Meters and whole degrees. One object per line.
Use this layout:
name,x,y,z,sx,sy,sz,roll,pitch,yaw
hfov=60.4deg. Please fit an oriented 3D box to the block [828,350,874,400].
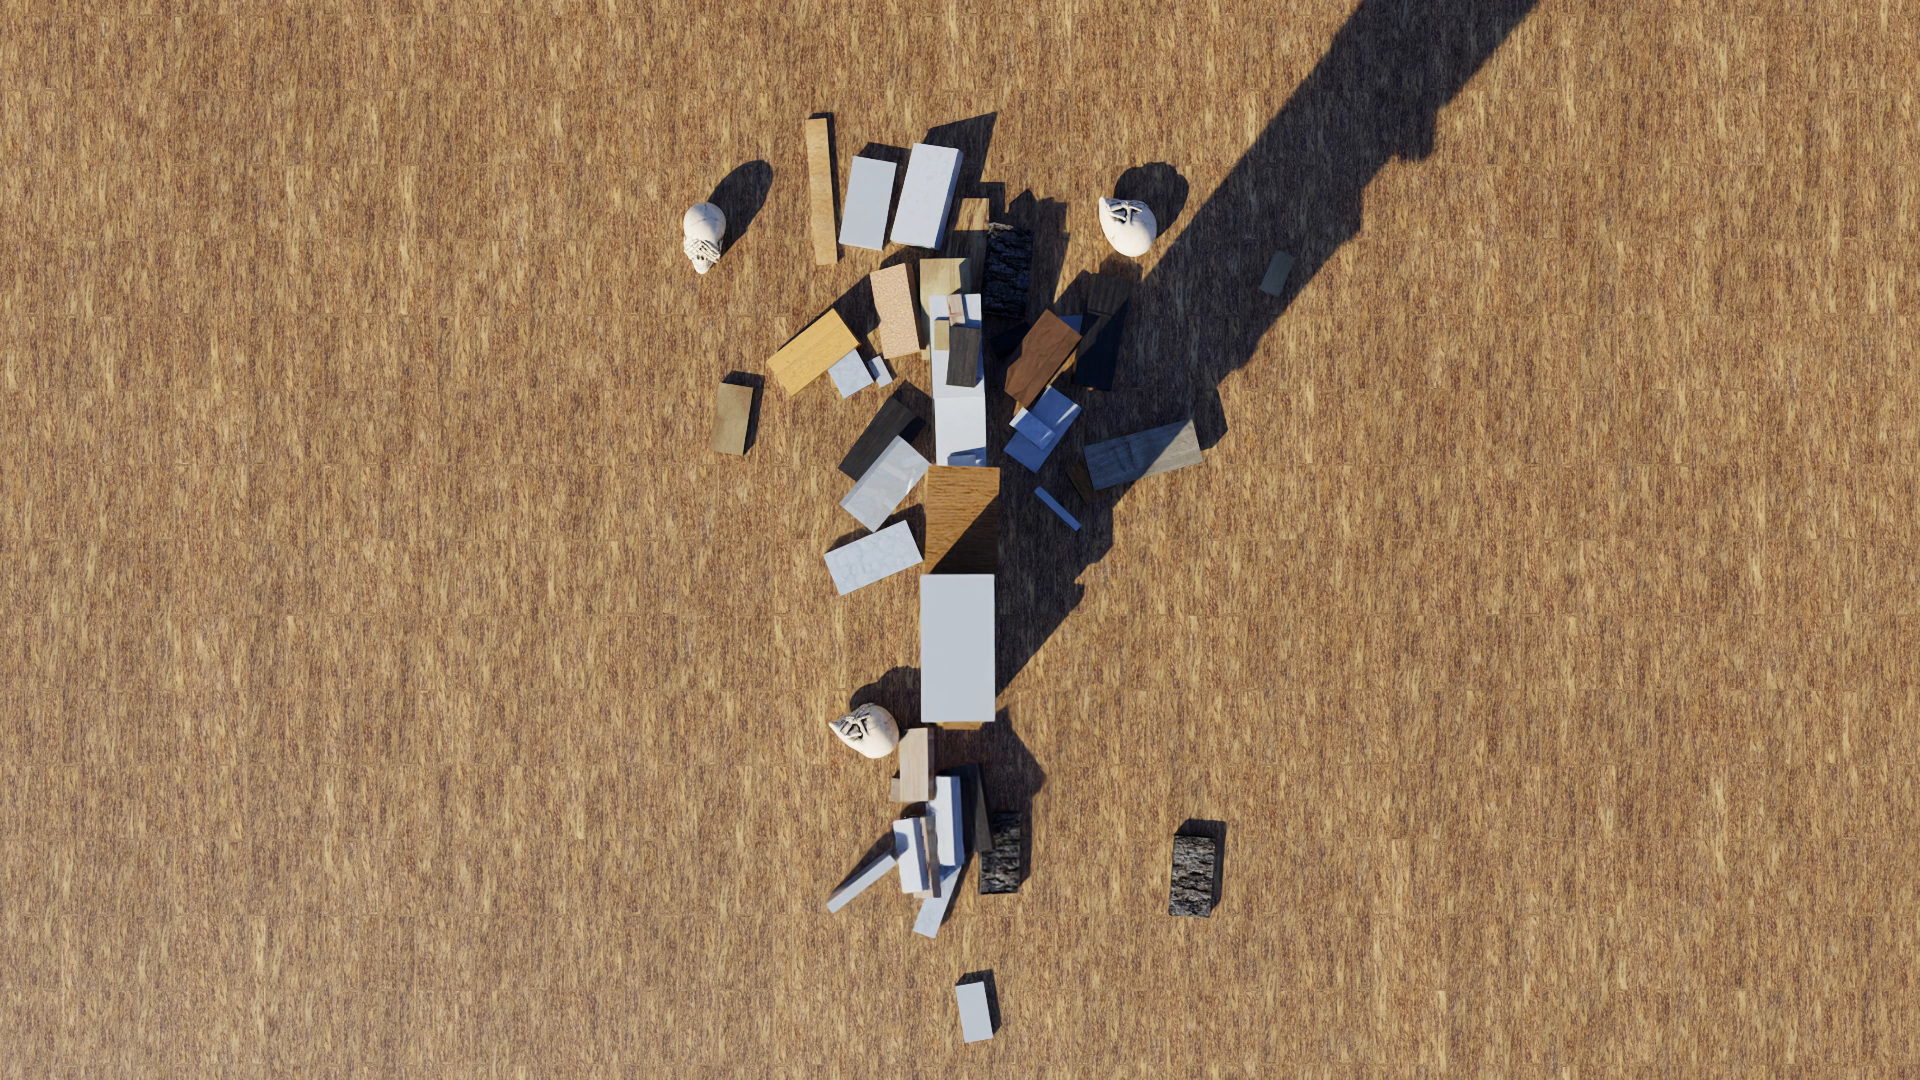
block,-0.391,-0.596,5.484,0.114,0.032,0.228,-29,90,0

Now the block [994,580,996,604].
block,-0.001,0.113,3.825,0.162,0.323,0.046,2,90,0

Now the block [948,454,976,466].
block,0.009,-0.199,5.368,0.094,0.027,0.188,-4,48,1

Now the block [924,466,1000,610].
block,0.004,-0.005,4.010,0.173,0.049,0.347,2,91,0

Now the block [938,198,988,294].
block,0.012,-0.965,5.477,0.165,0.047,0.329,0,90,0

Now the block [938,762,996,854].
block,0.024,0.886,5.423,0.142,0.040,0.284,-14,76,20

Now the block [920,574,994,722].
block,-0.005,0.237,3.641,0.162,0.046,0.323,0,90,0

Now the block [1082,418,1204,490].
block,0.601,-0.281,5.442,0.371,0.042,0.149,-15,90,0

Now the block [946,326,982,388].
block,0.011,-0.586,5.279,0.094,0.027,0.188,6,100,-1

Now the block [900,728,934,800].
block,-0.142,0.740,5.437,0.118,0.033,0.236,-6,81,35

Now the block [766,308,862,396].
block,-0.483,-0.619,5.449,0.288,0.041,0.144,-37,89,12

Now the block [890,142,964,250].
block,-0.109,-1.134,5.445,0.165,0.047,0.329,14,90,24

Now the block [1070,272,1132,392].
block,0.467,-0.688,5.467,0.132,0.037,0.370,11,90,-12

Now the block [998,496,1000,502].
block,0.011,-0.124,4.207,0.173,0.346,0.049,2,91,0

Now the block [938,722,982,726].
block,-0.002,0.568,5.358,0.142,0.284,0.040,0,90,0

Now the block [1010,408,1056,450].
block,0.240,-0.367,5.453,0.141,0.020,0.071,39,90,0

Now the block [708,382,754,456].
block,-0.760,-0.401,5.484,0.114,0.032,0.228,9,90,0

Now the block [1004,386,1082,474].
block,0.274,-0.367,5.481,0.132,0.037,0.265,36,90,0

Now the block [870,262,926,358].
block,-0.205,-0.755,5.444,0.144,0.041,0.288,-10,90,33

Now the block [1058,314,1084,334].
block,0.362,-0.710,5.490,0.141,0.020,0.071,-3,90,0

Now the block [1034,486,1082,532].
block,0.321,-0.104,5.453,0.188,0.094,0.027,43,90,0

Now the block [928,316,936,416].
block,-0.014,-0.574,5.405,0.164,0.046,0.328,-2,114,0

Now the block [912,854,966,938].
block,-0.034,1.076,5.467,0.077,0.022,0.491,21,90,-1

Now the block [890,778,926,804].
block,-0.154,0.837,5.489,0.154,0.022,0.077,6,90,0

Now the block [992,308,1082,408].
block,0.254,-0.598,5.437,0.149,0.042,0.297,38,99,0

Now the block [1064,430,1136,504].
block,0.495,-0.244,5.481,0.265,0.037,0.132,-32,90,0

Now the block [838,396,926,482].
block,-0.259,-0.315,5.479,0.149,0.042,0.297,36,90,0

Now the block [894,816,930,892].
block,-0.159,1.036,5.423,0.033,0.118,0.236,-1,78,-35

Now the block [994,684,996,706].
block,-0.002,0.338,3.952,0.162,0.575,0.046,0,92,0

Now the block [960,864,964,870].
block,-0.035,1.022,5.489,0.077,0.022,0.154,-8,90,-1

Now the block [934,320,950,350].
block,-0.058,-0.654,5.273,0.048,0.014,0.095,0,100,0

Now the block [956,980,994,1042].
block,0.047,1.567,5.487,0.095,0.027,0.190,-10,90,0

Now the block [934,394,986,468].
block,0.002,-0.377,5.425,0.164,0.046,0.328,-1,109,0

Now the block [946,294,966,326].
block,-0.014,-0.734,5.259,0.048,0.014,0.095,-9,100,2

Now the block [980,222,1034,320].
block,0.154,-0.886,5.452,0.149,0.042,0.297,7,90,-23

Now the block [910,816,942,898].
block,-0.121,1.043,5.427,0.033,0.118,0.264,-1,82,-35

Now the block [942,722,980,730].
block,0.003,0.391,4.254,0.095,0.027,0.190,0,92,0

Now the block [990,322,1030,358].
block,0.175,-0.664,5.480,0.141,0.020,0.071,-26,74,0

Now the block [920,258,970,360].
block,-0.046,-0.763,5.438,0.165,0.047,0.329,-1,104,0

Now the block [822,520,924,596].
block,-0.288,0.059,5.479,0.297,0.042,0.149,-23,90,0

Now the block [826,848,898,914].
block,-0.321,1.120,5.434,0.265,0.132,0.037,-38,90,0

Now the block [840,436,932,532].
block,-0.245,-0.184,5.440,0.297,0.042,0.149,-50,122,-1

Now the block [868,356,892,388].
block,-0.266,-0.560,5.493,0.048,0.014,0.095,-27,90,0

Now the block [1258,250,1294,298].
block,1.055,-0.888,5.490,0.071,0.020,0.141,23,90,0

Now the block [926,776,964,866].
block,-0.051,0.916,5.399,0.040,0.142,0.284,1,84,-37

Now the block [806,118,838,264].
block,-0.461,-1.159,5.490,0.071,0.020,0.480,-4,90,0

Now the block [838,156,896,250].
block,-0.306,-1.118,5.480,0.144,0.041,0.288,10,90,0

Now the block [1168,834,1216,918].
block,0.770,1.116,5.481,0.132,0.037,0.265,4,90,0

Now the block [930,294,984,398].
block,-0.010,-0.624,5.309,0.164,0.046,0.328,-2,100,0

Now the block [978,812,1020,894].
block,0.129,1.036,5.460,0.132,0.037,0.265,2,90,-20
